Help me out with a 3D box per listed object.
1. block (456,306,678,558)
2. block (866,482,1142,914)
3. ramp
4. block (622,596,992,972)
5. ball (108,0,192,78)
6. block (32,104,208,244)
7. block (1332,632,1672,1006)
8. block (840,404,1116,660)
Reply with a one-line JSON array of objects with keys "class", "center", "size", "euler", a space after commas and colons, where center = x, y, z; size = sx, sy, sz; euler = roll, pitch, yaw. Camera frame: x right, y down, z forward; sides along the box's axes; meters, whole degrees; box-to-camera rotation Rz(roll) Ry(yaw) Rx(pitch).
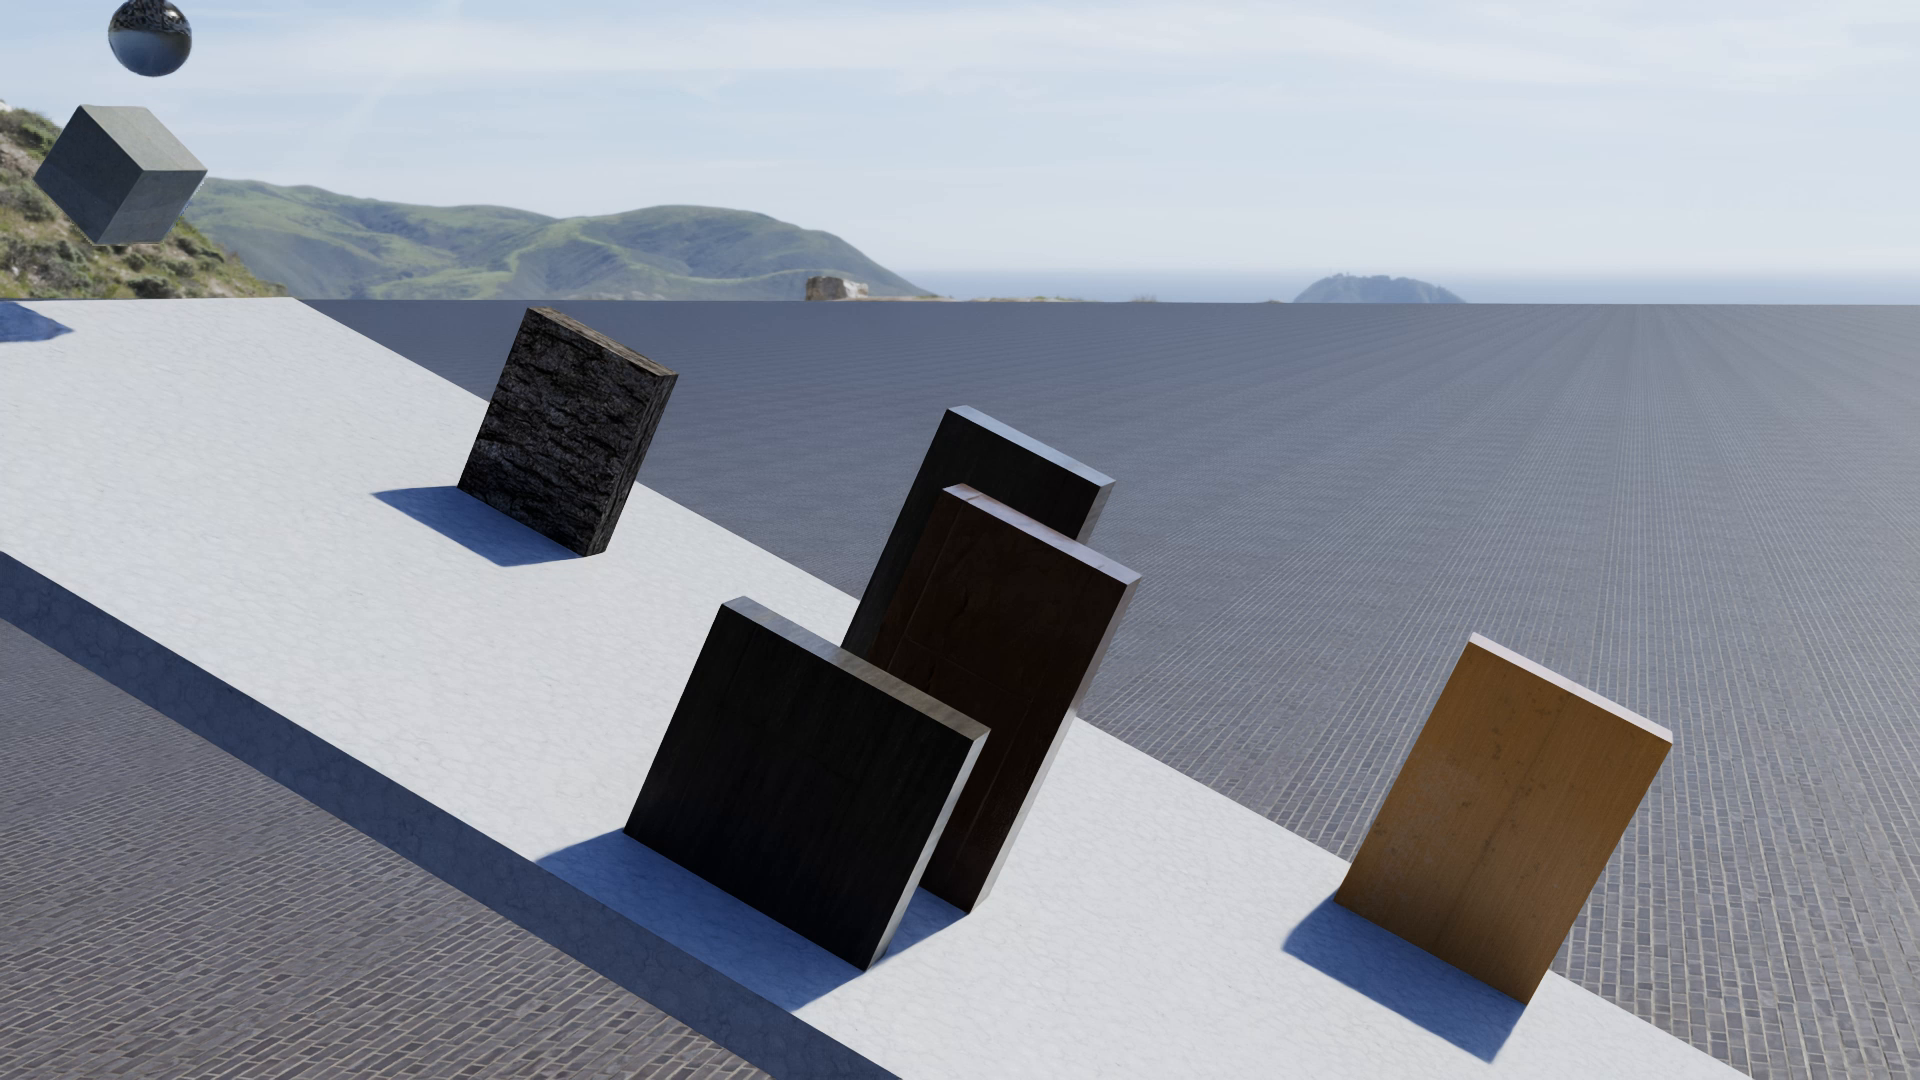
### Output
[{"class": "block", "center": [-0.832, -0.230, 4.652], "size": [0.329, 0.423, 0.099], "euler": [28, 14, 12]}, {"class": "block", "center": [0.010, 0.269, 3.755], "size": [0.350, 0.636, 0.116], "euler": [28, 14, 12]}, {"class": "ramp", "center": [-0.264, 0.451, 4.170], "size": [4.000, 0.100, 2.000], "euler": [28, 14, 12]}, {"class": "block", "center": [-0.241, 0.374, 3.404], "size": [0.445, 0.410, 0.091], "euler": [28, 14, 12]}, {"class": "ball", "center": [-1.739, -1.081, 4.724], "size": [0.171, 0.171, 0.171], "euler": [0, 7, 0]}, {"class": "block", "center": [-1.740, -0.758, 4.561], "size": [0.199, 0.199, 0.199], "euler": [44, 20, 8]}, {"class": "block", "center": [1.118, 0.574, 4.552], "size": [0.443, 0.624, 0.124], "euler": [28, 14, 12]}, {"class": "block", "center": [-0.007, 0.131, 4.130], "size": [0.320, 0.693, 0.124], "euler": [28, 14, 12]}]
